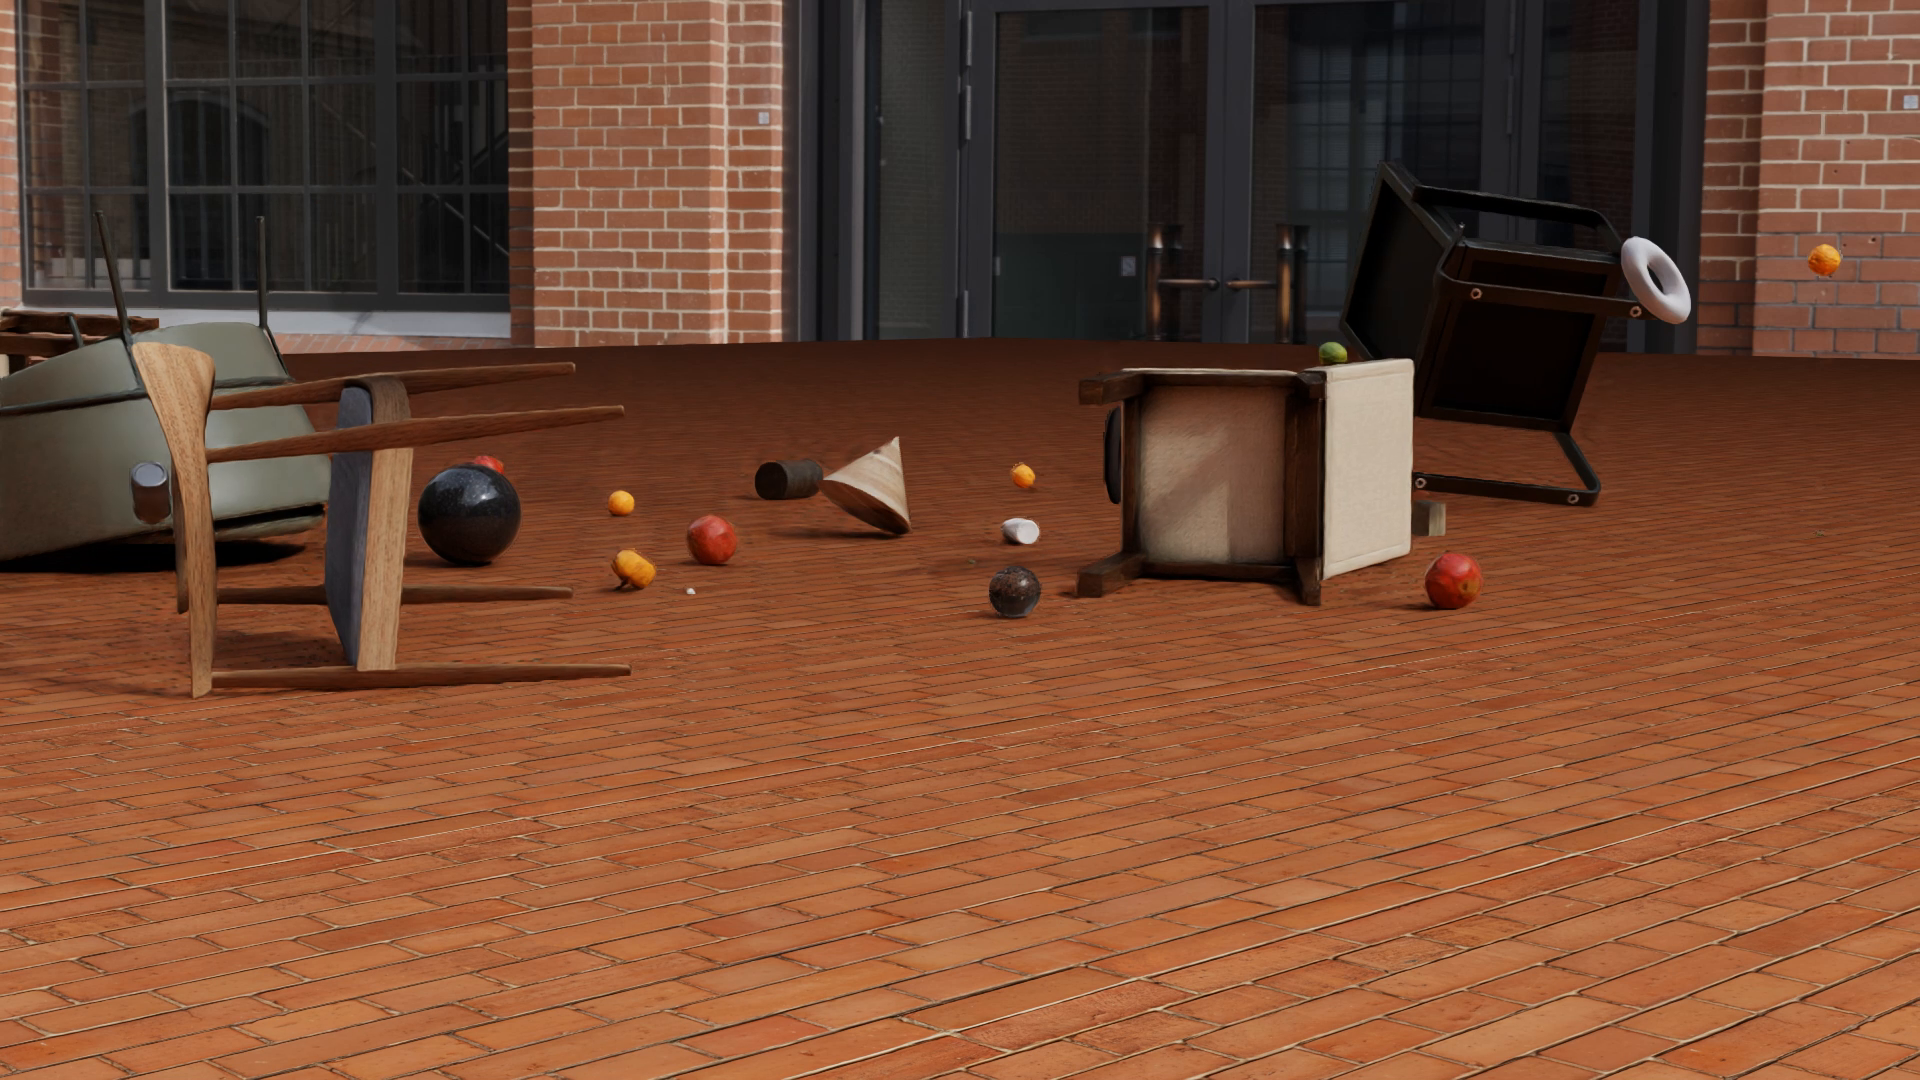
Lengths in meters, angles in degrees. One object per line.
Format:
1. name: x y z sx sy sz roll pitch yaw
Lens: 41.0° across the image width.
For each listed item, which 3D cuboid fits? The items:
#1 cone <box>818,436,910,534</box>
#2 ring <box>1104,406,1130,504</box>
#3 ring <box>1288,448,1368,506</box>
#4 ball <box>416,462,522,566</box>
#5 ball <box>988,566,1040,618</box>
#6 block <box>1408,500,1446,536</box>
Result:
1. cone: -0.199 -0.173 6.495 0.239 0.209 0.280 9 -22 44
2. ring: 0.455 -0.243 7.392 0.040 0.285 0.152 5 13 24
3. ring: 1.048 -0.179 7.304 0.255 0.093 0.175 -23 -26 -18
4. ball: -1.117 -0.059 5.841 0.234 0.234 0.234 0 6 0
5. ball: 0.106 0.100 4.955 0.100 0.100 0.100 0 6 0
6. block: 1.191 -0.055 6.539 0.058 0.083 0.072 -4 7 -35
